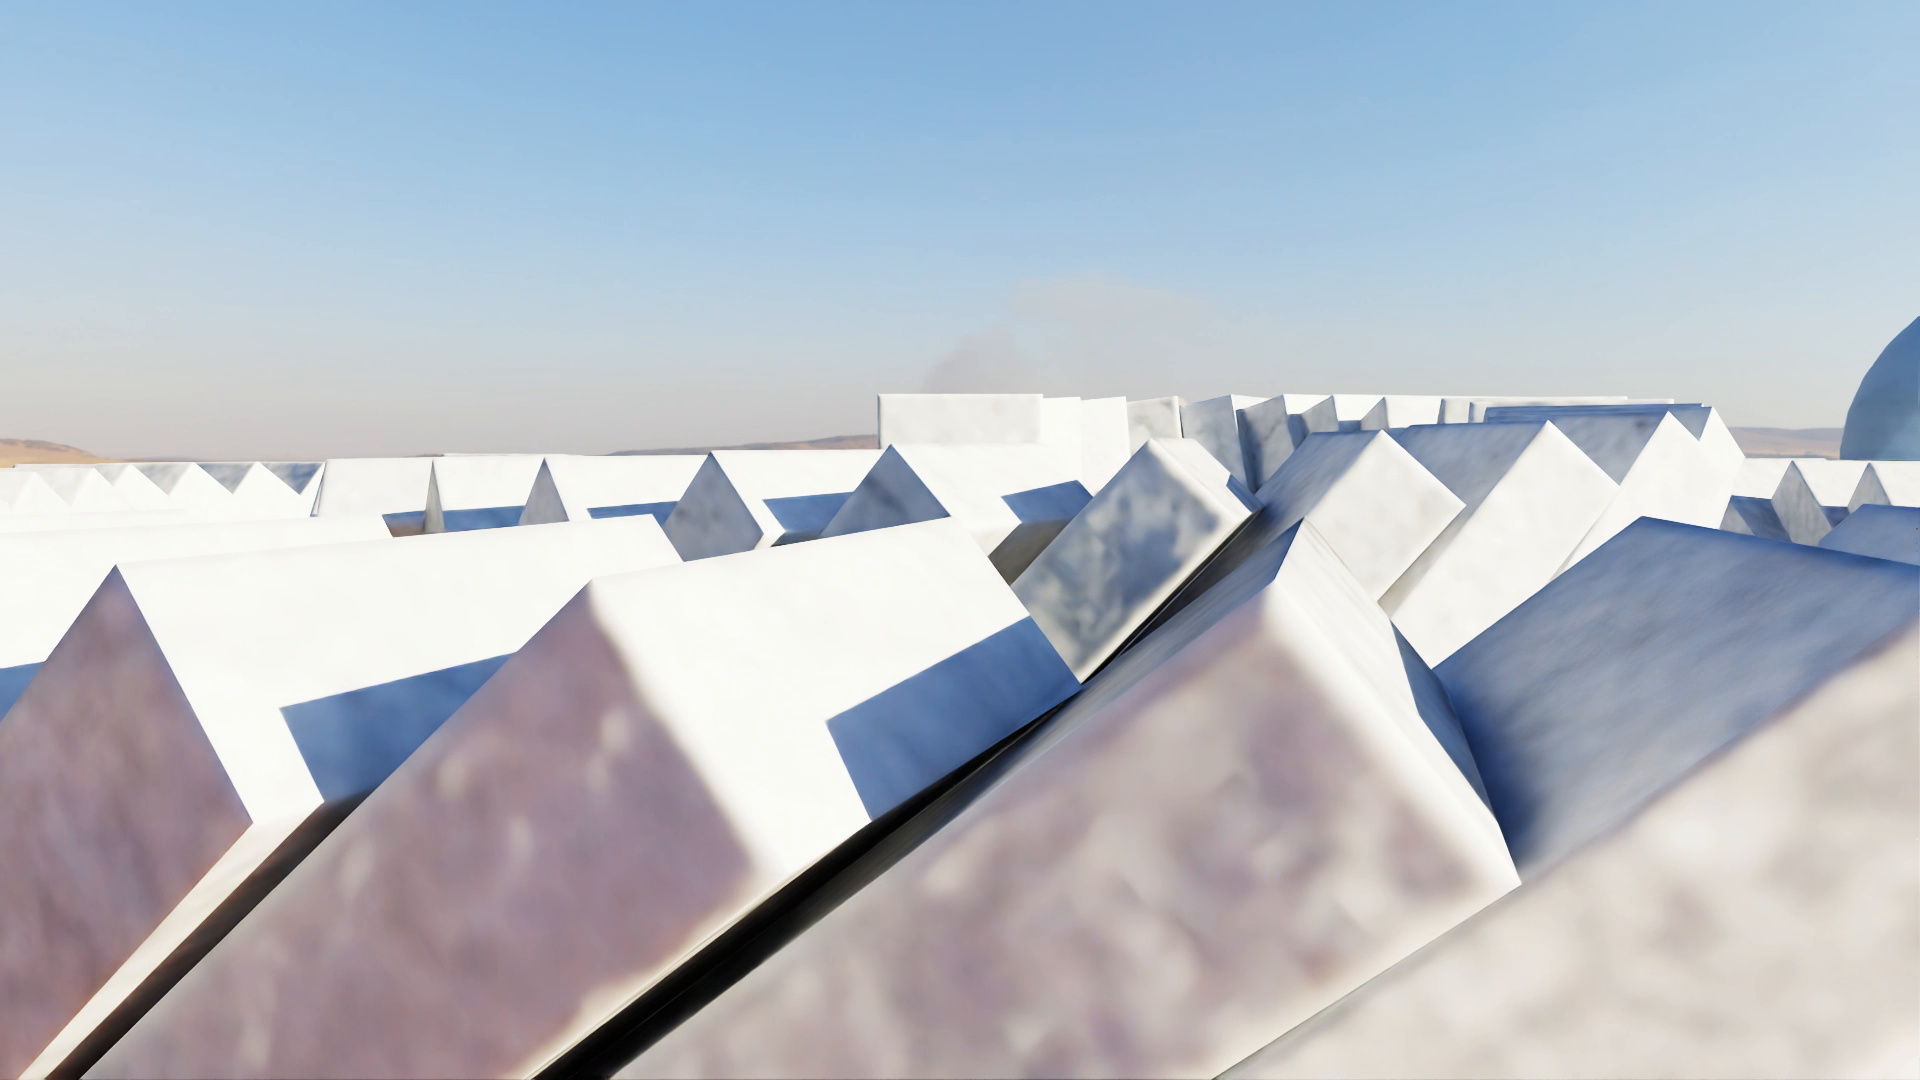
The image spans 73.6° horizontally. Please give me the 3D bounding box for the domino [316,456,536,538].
[{"bbox_3d":[-0.062,0.010,0.162,0.025,0.009,0.050,-2,-38,-14],"label":"domino"}]

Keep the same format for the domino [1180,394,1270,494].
[{"bbox_3d":[0.053,0.000,0.232,0.010,0.050,0.025,-10,-1,29],"label":"domino"}]

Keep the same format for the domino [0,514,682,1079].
[{"bbox_3d":[-0.035,0.019,0.060,0.050,0.010,0.025,-41,-14,24],"label":"domino"}]

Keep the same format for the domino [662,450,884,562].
[{"bbox_3d":[-0.024,0.012,0.129,0.025,0.009,0.050,-5,-38,-50],"label":"domino"}]

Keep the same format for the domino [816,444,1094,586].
[{"bbox_3d":[-0.010,0.012,0.122,0.009,0.050,0.025,50,27,20],"label":"domino"}]

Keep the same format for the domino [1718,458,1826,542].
[{"bbox_3d":[0.147,0.006,0.218,0.025,0.009,0.050,0,45,-7],"label":"domino"}]

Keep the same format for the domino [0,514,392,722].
[{"bbox_3d":[-0.050,0.018,0.066,0.050,0.010,0.025,-43,-19,28],"label":"domino"}]

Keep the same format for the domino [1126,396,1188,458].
[{"bbox_3d":[0.039,-0.001,0.236,0.009,0.050,0.025,-6,3,14],"label":"domino"}]

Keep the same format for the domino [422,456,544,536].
[{"bbox_3d":[-0.050,0.011,0.149,0.025,0.010,0.050,-3,-38,-31],"label":"domino"}]

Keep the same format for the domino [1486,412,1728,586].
[{"bbox_3d":[0.052,0.010,0.131,0.010,0.050,0.025,38,-7,-16],"label":"domino"}]

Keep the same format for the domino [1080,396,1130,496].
[{"bbox_3d":[0.023,0.000,0.236,0.010,0.050,0.025,-6,6,-13],"label":"domino"}]

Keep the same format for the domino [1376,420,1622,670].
[{"bbox_3d":[0.038,0.011,0.125,0.009,0.050,0.025,39,-2,-9],"label":"domino"}]

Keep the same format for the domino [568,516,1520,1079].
[{"bbox_3d":[-0.004,0.019,0.051,0.050,0.009,0.025,-40,-7,16],"label":"domino"}]

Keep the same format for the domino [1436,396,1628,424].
[{"bbox_3d":[0.082,0.004,0.183,0.025,0.050,0.009,1,-21,16],"label":"domino"}]

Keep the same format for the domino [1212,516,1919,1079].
[{"bbox_3d":[0.012,0.019,0.050,0.050,0.009,0.025,-39,-3,11],"label":"domino"}]

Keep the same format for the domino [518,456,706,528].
[{"bbox_3d":[-0.038,0.012,0.138,0.025,0.009,0.050,-4,-38,-40],"label":"domino"}]

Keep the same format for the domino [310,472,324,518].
[{"bbox_3d":[-0.067,0.009,0.177,0.025,0.009,0.050,-1,-38,-5],"label":"domino"}]

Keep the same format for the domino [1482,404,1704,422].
[{"bbox_3d":[0.073,0.007,0.155,0.025,0.050,0.009,4,-27,40],"label":"domino"}]

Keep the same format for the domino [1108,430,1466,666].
[{"bbox_3d":[0.023,0.012,0.122,0.010,0.050,0.025,42,5,-1],"label":"domino"}]

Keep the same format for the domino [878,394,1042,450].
[{"bbox_3d":[0.000,0.002,0.201,0.025,0.050,0.010,0,4,0],"label":"domino"}]

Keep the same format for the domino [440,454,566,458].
[{"bbox_3d":[-0.070,0.005,0.226,0.025,0.009,0.050,2,-38,21],"label":"domino"}]

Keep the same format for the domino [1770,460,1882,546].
[{"bbox_3d":[0.152,0.008,0.202,0.025,0.010,0.050,1,45,5],"label":"domino"}]

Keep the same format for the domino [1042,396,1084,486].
[{"bbox_3d":[0.010,0.000,0.228,0.009,0.050,0.025,-7,8,-37],"label":"domino"}]

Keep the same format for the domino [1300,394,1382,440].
[{"bbox_3d":[0.073,0.001,0.212,0.025,0.050,0.010,-2,-13,-20],"label":"domino"}]

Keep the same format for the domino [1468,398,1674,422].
[{"bbox_3d":[0.079,0.006,0.169,0.025,0.050,0.009,2,-24,29],"label":"domino"}]

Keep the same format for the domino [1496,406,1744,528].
[{"bbox_3d":[0.064,0.009,0.142,0.010,0.050,0.025,39,-18,-31],"label":"domino"}]

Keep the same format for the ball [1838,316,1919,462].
[{"bbox_3d":[0.221,-0.016,0.253,0.080,0.080,0.080,0,4,0],"label":"ball"}]

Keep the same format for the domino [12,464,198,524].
[{"bbox_3d":[-0.141,0.006,0.228,0.025,0.009,0.050,1,-35,16],"label":"domino"}]

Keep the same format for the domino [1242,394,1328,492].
[{"bbox_3d":[0.065,0.000,0.224,0.025,0.050,0.010,-3,-8,-34],"label":"domino"}]

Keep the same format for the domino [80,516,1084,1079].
[{"bbox_3d":[-0.020,0.019,0.054,0.050,0.009,0.025,-40,-11,21],"label":"domino"}]

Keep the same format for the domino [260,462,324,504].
[{"bbox_3d":[-0.126,0.003,0.273,0.025,0.009,0.050,2,-34,32],"label":"domino"}]

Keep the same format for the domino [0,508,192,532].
[{"bbox_3d":[-0.064,0.018,0.074,0.050,0.010,0.025,-44,-22,31],"label":"domino"}]

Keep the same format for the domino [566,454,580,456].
[{"bbox_3d":[-0.067,0.004,0.244,0.025,0.009,0.050,2,-37,36],"label":"domino"}]

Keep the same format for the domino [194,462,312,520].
[{"bbox_3d":[-0.133,0.004,0.259,0.025,0.010,0.050,1,-35,27],"label":"domino"}]

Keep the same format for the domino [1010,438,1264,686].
[{"bbox_3d":[0.006,0.012,0.119,0.010,0.050,0.025,45,16,10],"label":"domino"}]

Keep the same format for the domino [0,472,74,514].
[{"bbox_3d":[-0.139,0.009,0.194,0.025,0.010,0.050,0,-34,0],"label":"domino"}]

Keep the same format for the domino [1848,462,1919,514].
[{"bbox_3d":[0.152,0.009,0.185,0.025,0.010,0.050,2,44,12],"label":"domino"}]

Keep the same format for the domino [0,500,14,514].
[{"bbox_3d":[-0.137,0.010,0.178,0.025,0.009,0.050,0,-34,-4],"label":"domino"}]

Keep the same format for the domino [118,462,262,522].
[{"bbox_3d":[-0.138,0.005,0.243,0.025,0.009,0.050,1,-35,22],"label":"domino"}]

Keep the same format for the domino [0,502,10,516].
[{"bbox_3d":[-0.079,0.017,0.082,0.025,0.009,0.050,-4,-33,-46],"label":"domino"}]

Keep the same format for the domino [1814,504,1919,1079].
[{"bbox_3d":[0.029,0.019,0.053,0.050,0.010,0.025,-40,4,2],"label":"domino"}]

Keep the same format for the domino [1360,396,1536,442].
[{"bbox_3d":[0.079,0.003,0.198,0.025,0.050,0.009,0,-18,-6],"label":"domino"}]

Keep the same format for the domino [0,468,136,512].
[{"bbox_3d":[-0.140,0.007,0.210,0.025,0.009,0.050,0,-35,5],"label":"domino"}]
